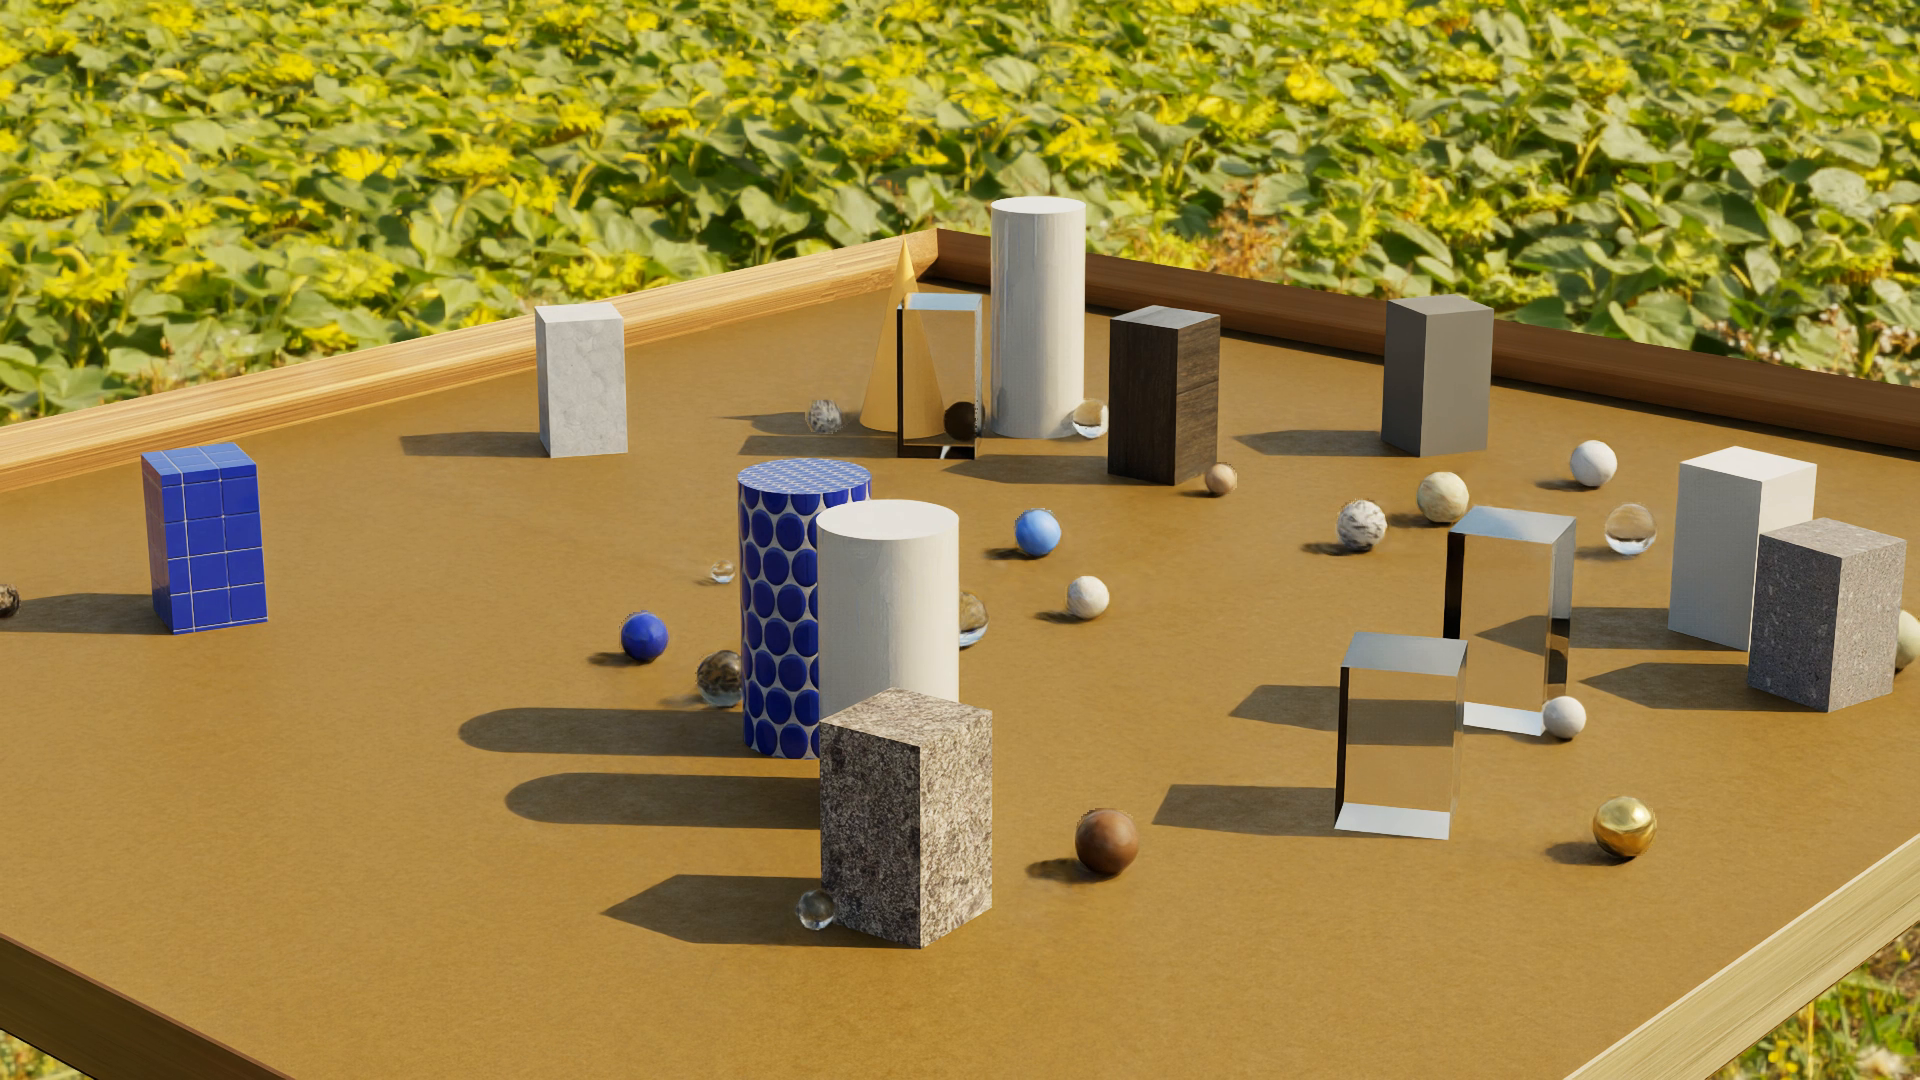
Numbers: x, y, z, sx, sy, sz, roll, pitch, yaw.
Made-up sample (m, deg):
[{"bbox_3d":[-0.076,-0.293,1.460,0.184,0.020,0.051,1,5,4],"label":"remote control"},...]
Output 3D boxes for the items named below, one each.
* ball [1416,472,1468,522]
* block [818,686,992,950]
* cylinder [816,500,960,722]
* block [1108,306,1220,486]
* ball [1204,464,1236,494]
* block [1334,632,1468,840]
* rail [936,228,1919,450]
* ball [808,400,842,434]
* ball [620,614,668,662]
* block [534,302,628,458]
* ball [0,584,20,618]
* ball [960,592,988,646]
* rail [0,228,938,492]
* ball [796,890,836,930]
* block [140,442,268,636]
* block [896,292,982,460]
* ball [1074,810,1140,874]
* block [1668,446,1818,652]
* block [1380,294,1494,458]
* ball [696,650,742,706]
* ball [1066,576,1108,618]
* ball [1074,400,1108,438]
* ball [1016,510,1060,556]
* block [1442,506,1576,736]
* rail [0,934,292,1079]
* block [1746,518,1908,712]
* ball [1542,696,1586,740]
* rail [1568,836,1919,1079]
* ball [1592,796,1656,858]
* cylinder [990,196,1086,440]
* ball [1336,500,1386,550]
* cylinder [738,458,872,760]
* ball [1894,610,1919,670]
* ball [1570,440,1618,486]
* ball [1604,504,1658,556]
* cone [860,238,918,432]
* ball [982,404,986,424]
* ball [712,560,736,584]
[{"bbox_3d":[0.914,-0.081,5.555,0.098,0.098,0.098,0,17,0],"label":"ball"},{"bbox_3d":[-0.069,0.357,3.793,0.159,0.275,0.159,11,20,33],"label":"block"},{"bbox_3d":[-0.101,0.175,4.134,0.199,0.426,0.199,0,17,0],"label":"cylinder"},{"bbox_3d":[0.408,-0.291,5.869,0.159,0.318,0.159,12,20,34],"label":"block"},{"bbox_3d":[0.510,-0.118,5.745,0.059,0.059,0.059,0,17,0],"label":"ball"},{"bbox_3d":[0.622,0.273,4.130,0.159,0.241,0.159,4,17,14],"label":"block"},{"bbox_3d":[1.321,-0.406,6.576,3.704,0.129,0.045,14,22,39],"label":"rail"},{"bbox_3d":[-0.286,-0.262,6.199,0.072,0.072,0.072,0,17,0],"label":"ball"},{"bbox_3d":[-0.516,0.159,4.791,0.079,0.079,0.079,0,17,0],"label":"ball"},{"bbox_3d":[-0.784,-0.332,6.066,0.159,0.284,0.159,-5,17,-15],"label":"block"},{"bbox_3d":[-1.635,0.105,5.003,0.059,0.059,0.059,0,17,0],"label":"ball"},{"bbox_3d":[0.003,0.132,4.861,0.090,0.090,0.090,0,17,0],"label":"ball"},{"bbox_3d":[-1.381,-0.313,6.268,0.045,0.129,4.076,14,22,39],"label":"rail"},{"bbox_3d":[-0.187,0.477,3.782,0.051,0.051,0.051,0,17,0],"label":"ball"},{"bbox_3d":[-1.285,-0.004,4.986,0.159,0.278,0.159,-8,19,-26],"label":"block"},{"bbox_3d":[-0.041,-0.339,6.039,0.159,0.311,0.159,2,17,5],"label":"block"},{"bbox_3d":[0.198,0.407,3.952,0.088,0.088,0.088,0,17,0],"label":"ball"},{"bbox_3d":[1.308,0.013,4.907,0.159,0.292,0.159,-14,22,-40],"label":"block"},{"bbox_3d":[0.988,-0.342,6.073,0.159,0.298,0.159,-7,18,-21],"label":"block"},{"bbox_3d":[-0.369,0.216,4.584,0.088,0.088,0.088,0,17,0],"label":"ball"},{"bbox_3d":[0.218,0.098,5.003,0.073,0.073,0.073,0,17,0],"label":"ball"},{"bbox_3d":[0.278,-0.255,6.161,0.080,0.080,0.080,0,17,0],"label":"ball"},{"bbox_3d":[0.142,-0.012,5.352,0.083,0.083,0.083,0,17,0],"label":"ball"},{"bbox_3d":[0.845,0.122,4.521,0.159,0.305,0.159,8,18,24],"label":"block"},{"bbox_3d":[-1.321,0.471,3.663,3.704,0.129,0.045,14,22,39],"label":"rail"},{"bbox_3d":[1.368,0.116,4.632,0.159,0.252,0.159,-12,20,-34],"label":"block"},{"bbox_3d":[0.917,0.269,4.448,0.065,0.065,0.065,0,17,0],"label":"ball"},{"bbox_3d":[1.381,0.378,3.972,0.045,0.129,4.076,14,22,39],"label":"rail"},{"bbox_3d":[0.907,0.392,4.008,0.083,0.083,0.083,0,17,0],"label":"ball"},{"bbox_3d":[0.163,-0.470,6.184,0.199,0.479,0.199,0,17,0],"label":"cylinder"},{"bbox_3d":[0.738,-0.027,5.387,0.090,0.090,0.090,0,17,0],"label":"ball"},{"bbox_3d":[-0.231,0.102,4.405,0.199,0.411,0.199,0,17,0],"label":"cylinder"},{"bbox_3d":[1.510,0.160,4.751,0.099,0.099,0.099,0,17,0],"label":"ball"},{"bbox_3d":[1.253,-0.151,5.798,0.091,0.091,0.091,0,17,0],"label":"ball"},{"bbox_3d":[1.224,-0.019,5.354,0.094,0.094,0.094,0,17,0],"label":"ball"},{"bbox_3d":[-0.117,-0.450,6.251,0.199,0.403,0.199,0,17,0],"label":"cone"},{"bbox_3d":[0.012,-0.264,6.184,0.085,0.085,0.085,0,17,0],"label":"ball"},{"bbox_3d":[-0.420,0.056,5.196,0.042,0.042,0.042,0,17,0],"label":"ball"}]
